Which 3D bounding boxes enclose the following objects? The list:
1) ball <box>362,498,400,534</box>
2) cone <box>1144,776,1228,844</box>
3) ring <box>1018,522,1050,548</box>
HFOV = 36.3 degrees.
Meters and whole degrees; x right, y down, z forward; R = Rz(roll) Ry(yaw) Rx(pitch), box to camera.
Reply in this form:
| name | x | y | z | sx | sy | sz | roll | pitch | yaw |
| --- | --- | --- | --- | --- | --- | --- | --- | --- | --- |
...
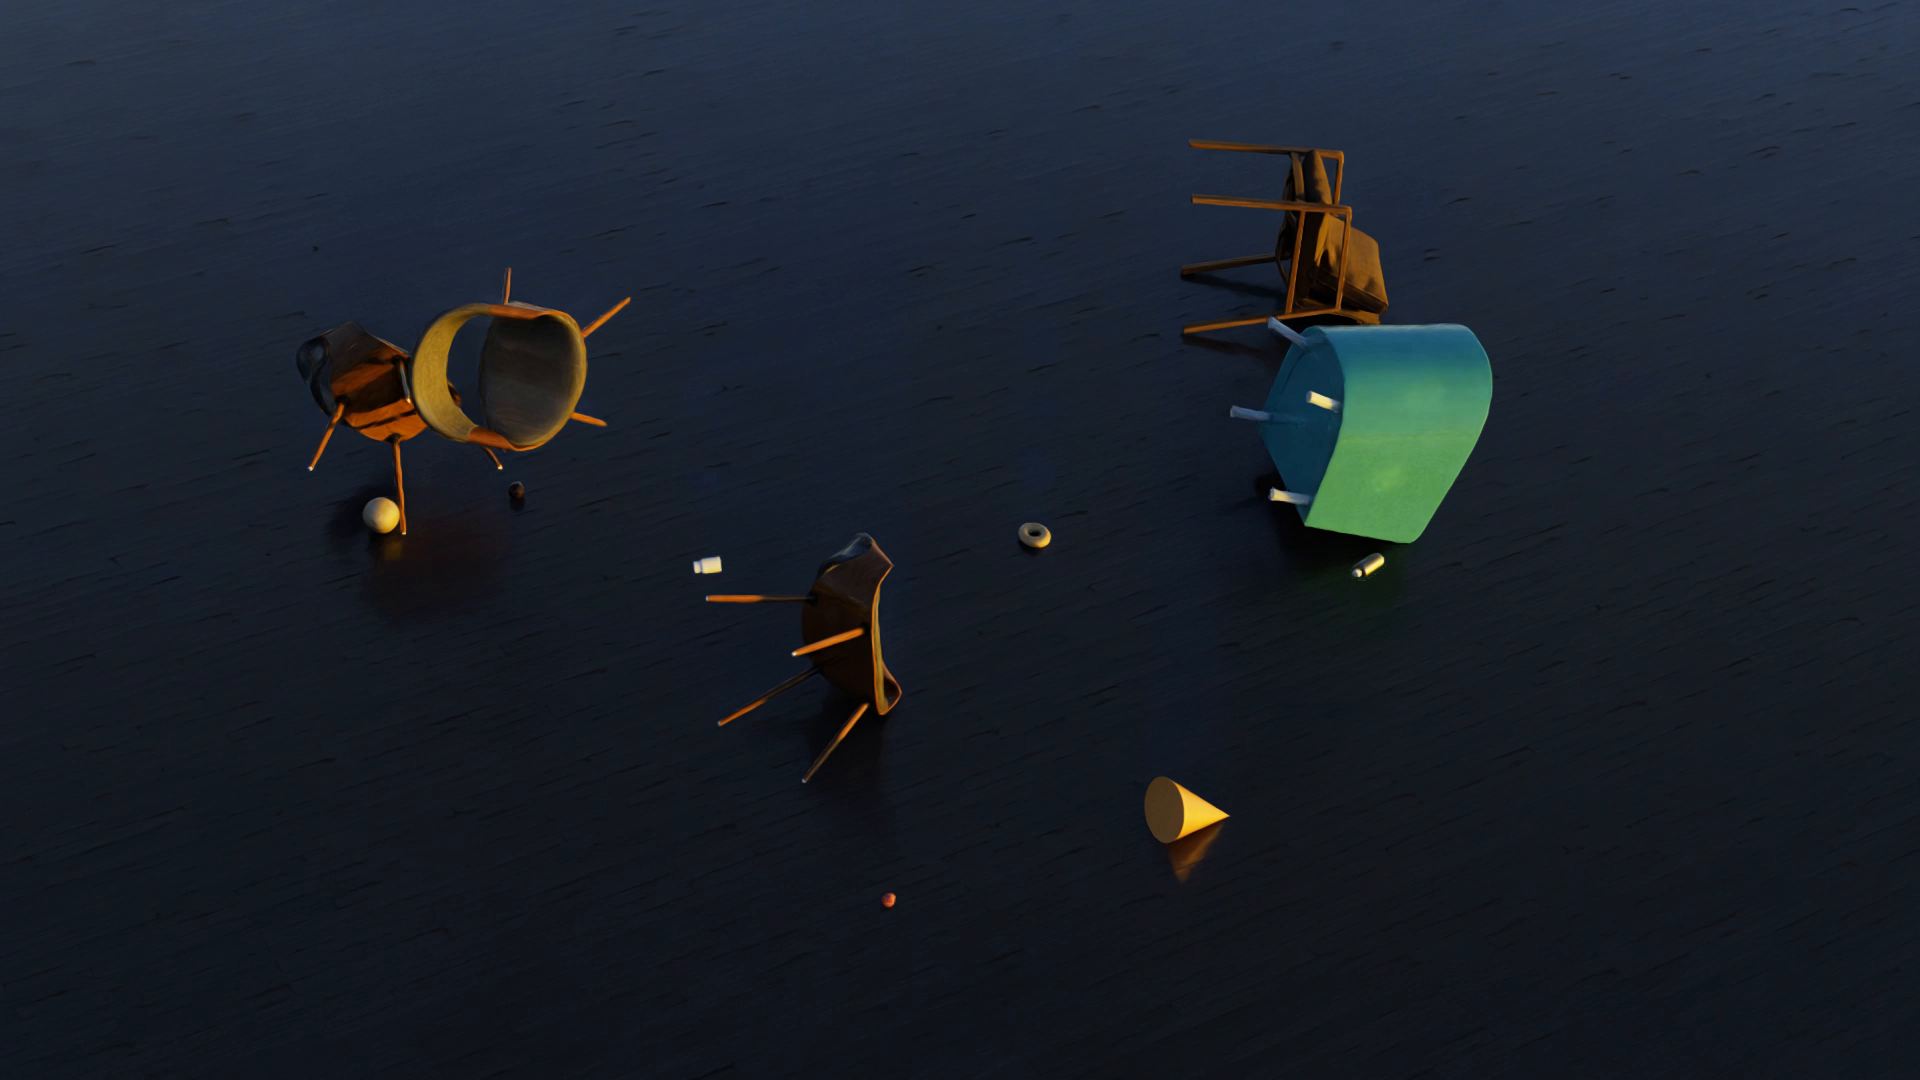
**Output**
| name | x | y | z | sx | sy | sz | roll | pitch | yaw |
| --- | --- | --- | --- | --- | --- | --- | --- | --- | --- |
| ball | -2.163 | -0.092 | 10.960 | 0.137 | 0.137 | 0.137 | 0 | 33 | 0 |
| cone | 0.770 | 0.885 | 9.516 | 0.256 | 0.199 | 0.256 | 8 | 23 | -28 |
| ring | 0.278 | -0.018 | 10.938 | 0.115 | 0.038 | 0.154 | -14 | 36 | -18 |
